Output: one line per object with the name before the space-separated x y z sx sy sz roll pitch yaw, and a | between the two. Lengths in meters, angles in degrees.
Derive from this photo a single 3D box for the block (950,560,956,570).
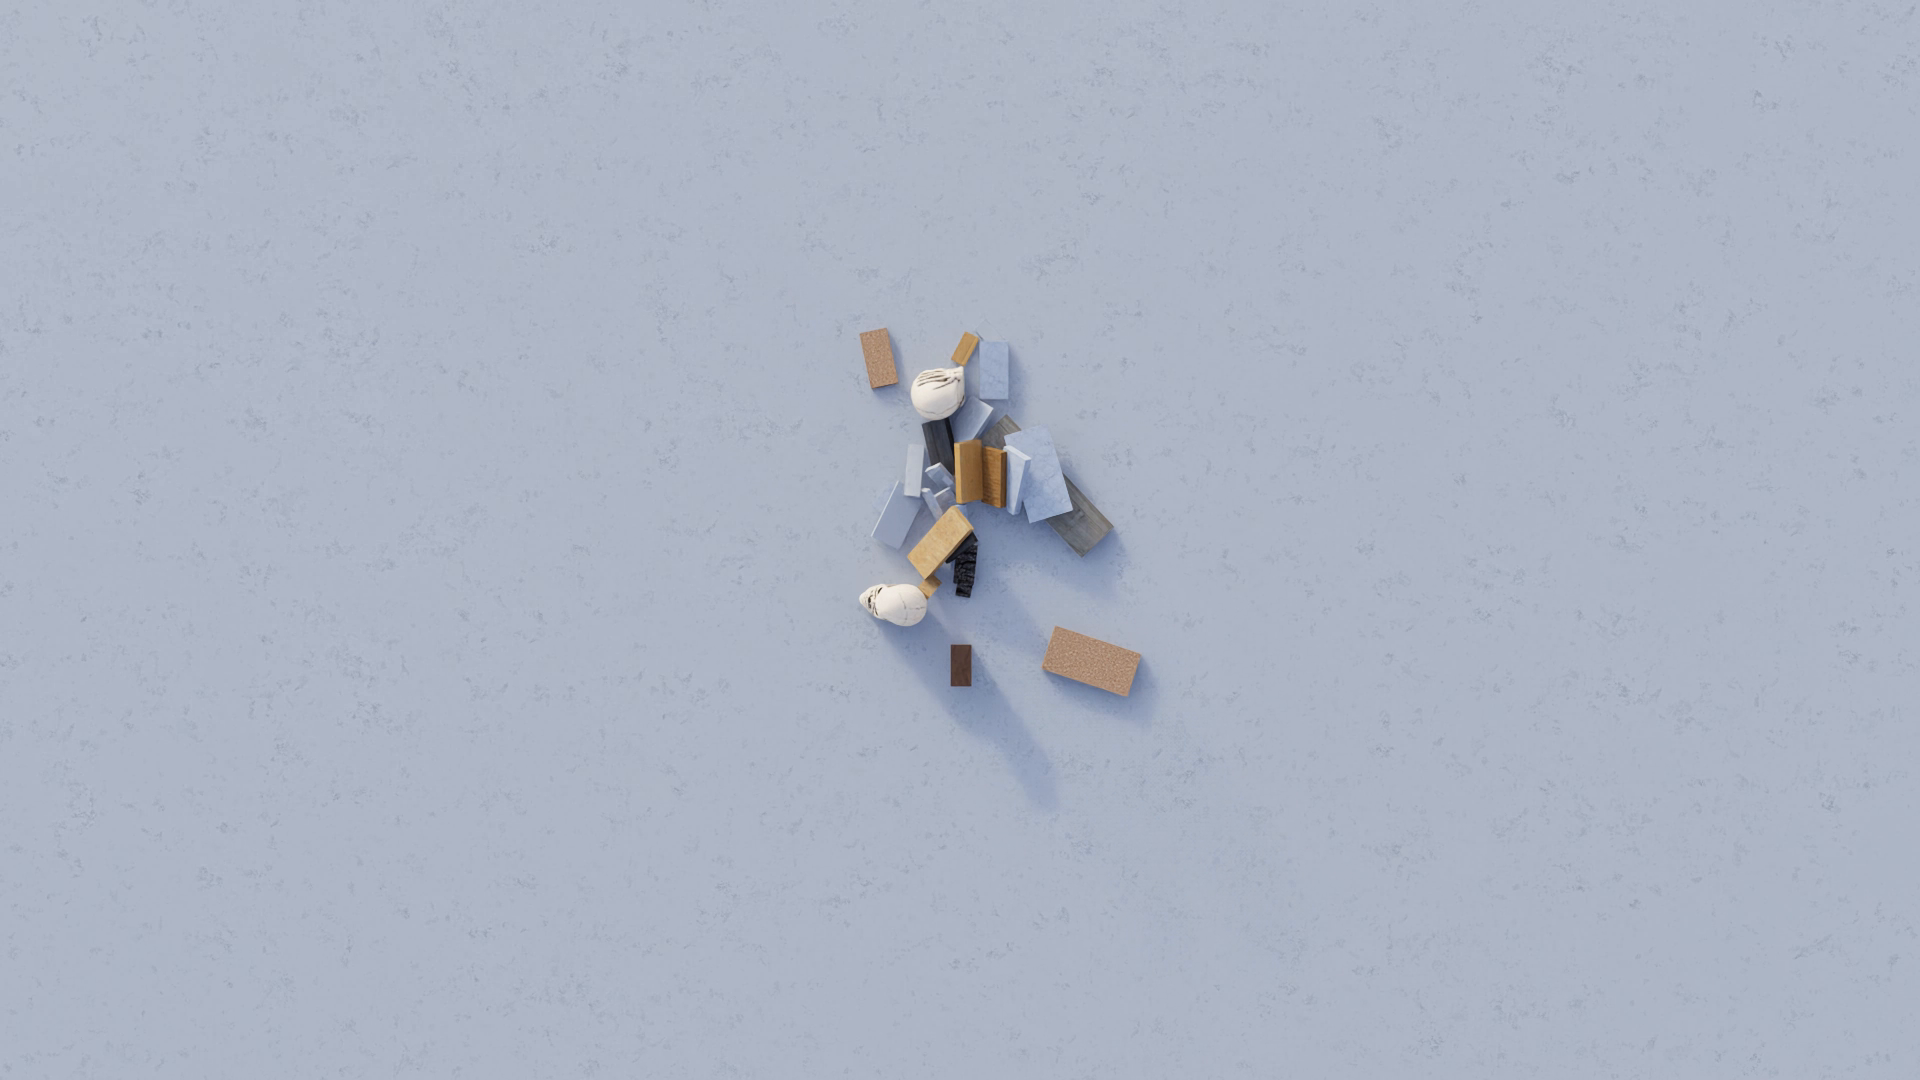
block | 0.006 0.036 5.463 0.069 0.020 0.138 3 114 0

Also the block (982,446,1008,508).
block | 0.112 -0.208 5.430 0.026 0.093 0.186 -14 113 -39

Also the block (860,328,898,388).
block | -0.270 -0.604 5.487 0.093 0.026 0.186 -12 90 0

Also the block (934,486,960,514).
block | -0.031 -0.109 5.466 0.063 0.018 0.127 -31 114 0

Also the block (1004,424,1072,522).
block | 0.258 -0.220 5.437 0.149 0.042 0.299 -17 90 0

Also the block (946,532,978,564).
block | -0.009 0.012 5.410 0.138 0.020 0.069 -38 75 30

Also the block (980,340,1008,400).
block | 0.113 -0.564 5.477 0.096 0.027 0.192 0 95 0

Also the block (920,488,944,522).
block | -0.086 -0.112 5.452 0.018 0.063 0.127 -32 106 -14

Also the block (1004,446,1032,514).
block | 0.170 -0.196 5.412 0.102 0.029 0.204 35 126 36

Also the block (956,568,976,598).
block | 0.018 0.141 5.470 0.050 0.014 0.101 9 114 -3

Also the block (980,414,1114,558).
block | 0.278 -0.179 5.479 0.149 0.042 0.518 -44 90 0

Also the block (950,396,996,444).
block | 0.026 -0.374 5.467 0.096 0.027 0.192 34 90 26

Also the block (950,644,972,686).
block | 0.003 0.407 5.354 0.068 0.019 0.136 0 90 0

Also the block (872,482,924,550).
block | -0.205 -0.082 5.476 0.102 0.029 0.204 26 90 -11

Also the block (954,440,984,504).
block | 0.029 -0.227 5.430 0.093 0.026 0.199 -14 109 -37

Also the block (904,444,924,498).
block | -0.152 -0.229 5.465 0.052 0.015 0.178 7 74 -9

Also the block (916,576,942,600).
block | -0.102 0.153 5.456 0.050 0.101 0.014 41 128 0

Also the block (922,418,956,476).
block | -0.061 -0.303 5.458 0.096 0.027 0.192 -12 92 37

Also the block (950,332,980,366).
block | 0.017 -0.636 5.493 0.052 0.015 0.104 28 90 0

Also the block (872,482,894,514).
block | -0.244 -0.138 5.493 0.050 0.014 0.101 39 90 0

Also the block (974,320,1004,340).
block | 0.102 -0.680 5.493 0.052 0.015 0.104 -42 90 0

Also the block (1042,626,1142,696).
block | 0.435 0.402 5.479 0.299 0.042 0.149 18 90 0

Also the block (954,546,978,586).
block | 0.018 0.081 5.462 0.069 0.020 0.138 5 114 -1

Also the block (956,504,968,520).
block | 0.003 -0.068 5.443 0.048 0.014 0.095 -8 105 0

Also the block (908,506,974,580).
block | -0.065 0.009 5.417 0.102 0.029 0.246 51 118 18

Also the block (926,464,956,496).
block | -0.050 -0.197 5.448 0.127 0.063 0.018 47 46 -23
